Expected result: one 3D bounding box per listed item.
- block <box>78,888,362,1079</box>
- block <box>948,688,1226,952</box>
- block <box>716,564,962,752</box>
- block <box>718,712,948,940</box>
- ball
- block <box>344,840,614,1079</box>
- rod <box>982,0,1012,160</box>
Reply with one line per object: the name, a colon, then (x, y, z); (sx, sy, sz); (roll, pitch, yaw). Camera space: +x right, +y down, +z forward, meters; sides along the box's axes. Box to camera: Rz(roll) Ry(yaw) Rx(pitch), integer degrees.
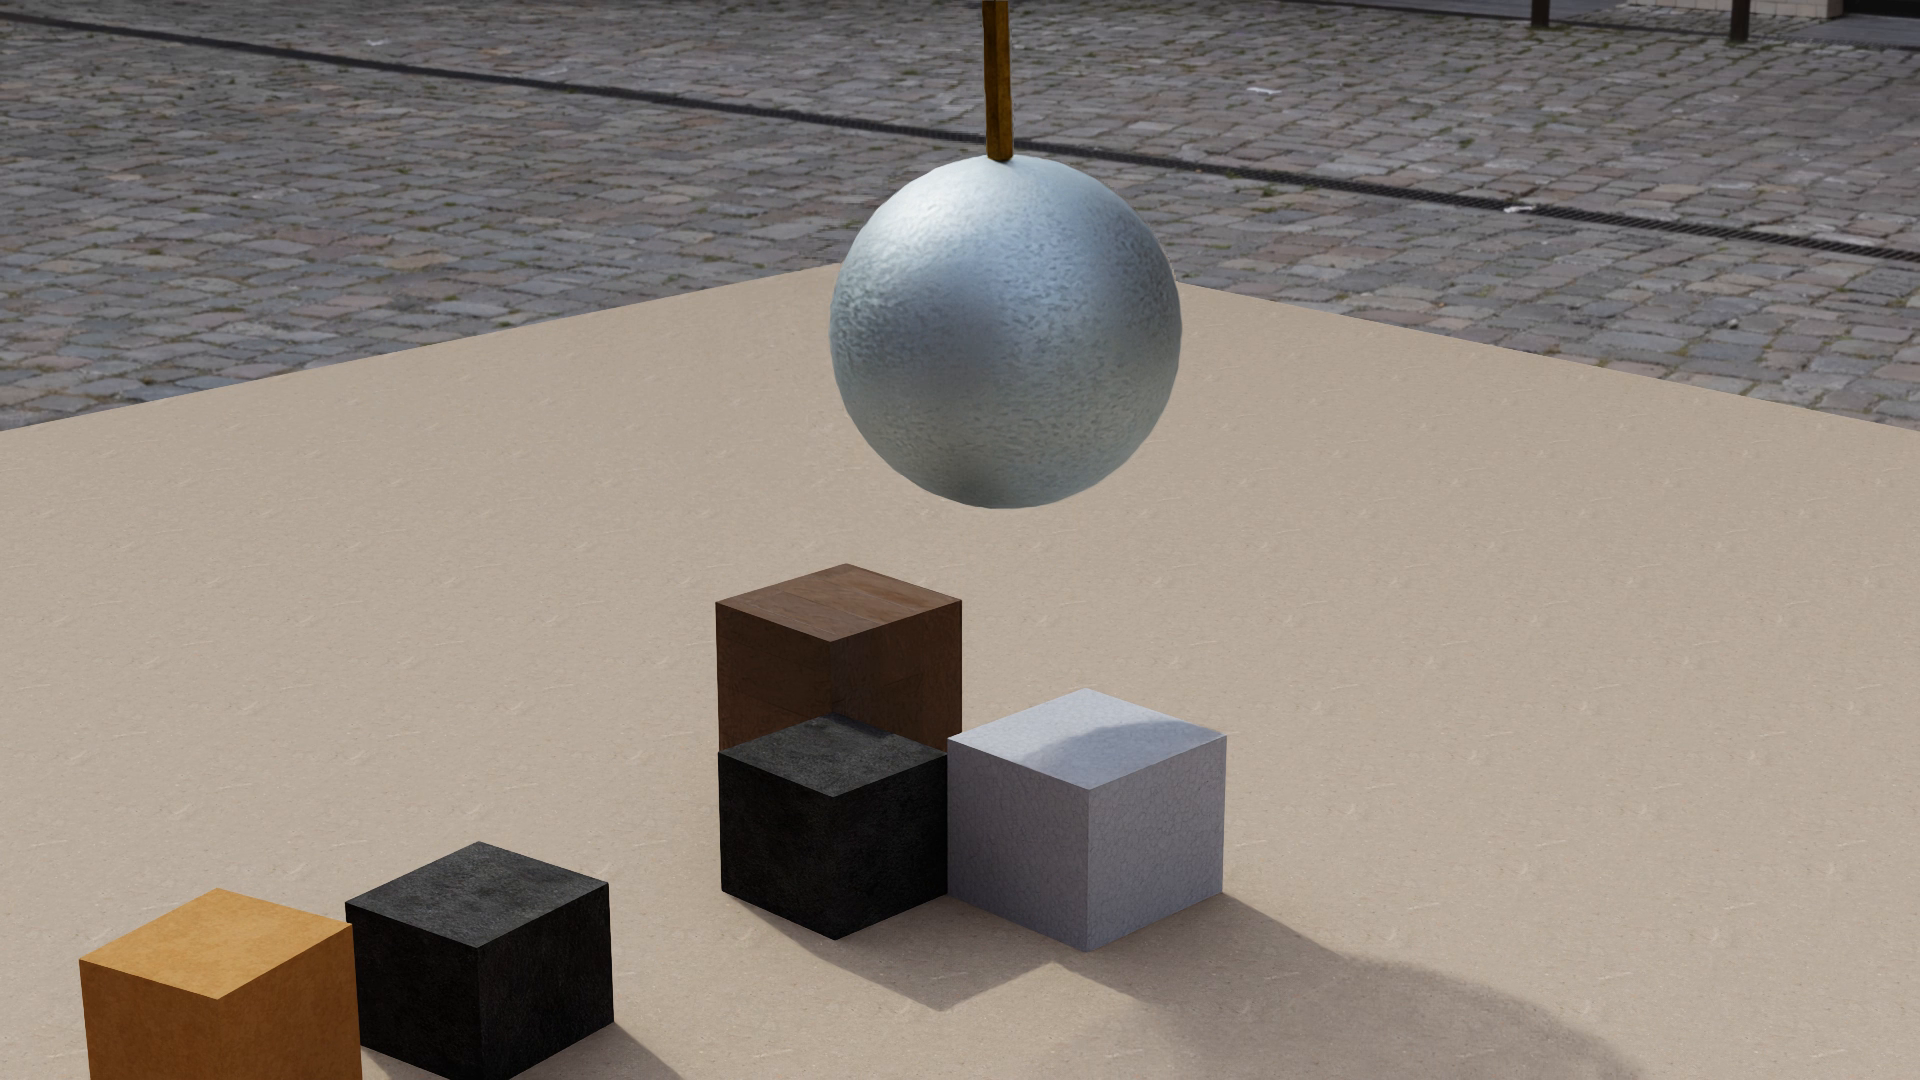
block: (-2.799, 1.867, 11.158); (0.686, 0.746, 0.734); (10, 20, 28)
block: (0.566, 1.236, 13.147); (0.853, 0.759, 0.908); (17, 24, 42)
block: (-0.580, 0.776, 14.182); (0.857, 1.016, 0.813); (-17, 24, -42)
block: (-0.565, 1.271, 13.177); (0.752, 0.674, 0.710); (16, 24, 42)
ball: (0.205, -0.939, 13.261); (1.600, 1.600, 1.600); (0, 17, 0)
block: (-1.936, 1.711, 11.865); (0.729, 0.622, 0.753); (12, 21, 34)
rod: (0.089, -4.144, 12.132); (0.080, 5.200, 0.080); (17, 27, 42)
